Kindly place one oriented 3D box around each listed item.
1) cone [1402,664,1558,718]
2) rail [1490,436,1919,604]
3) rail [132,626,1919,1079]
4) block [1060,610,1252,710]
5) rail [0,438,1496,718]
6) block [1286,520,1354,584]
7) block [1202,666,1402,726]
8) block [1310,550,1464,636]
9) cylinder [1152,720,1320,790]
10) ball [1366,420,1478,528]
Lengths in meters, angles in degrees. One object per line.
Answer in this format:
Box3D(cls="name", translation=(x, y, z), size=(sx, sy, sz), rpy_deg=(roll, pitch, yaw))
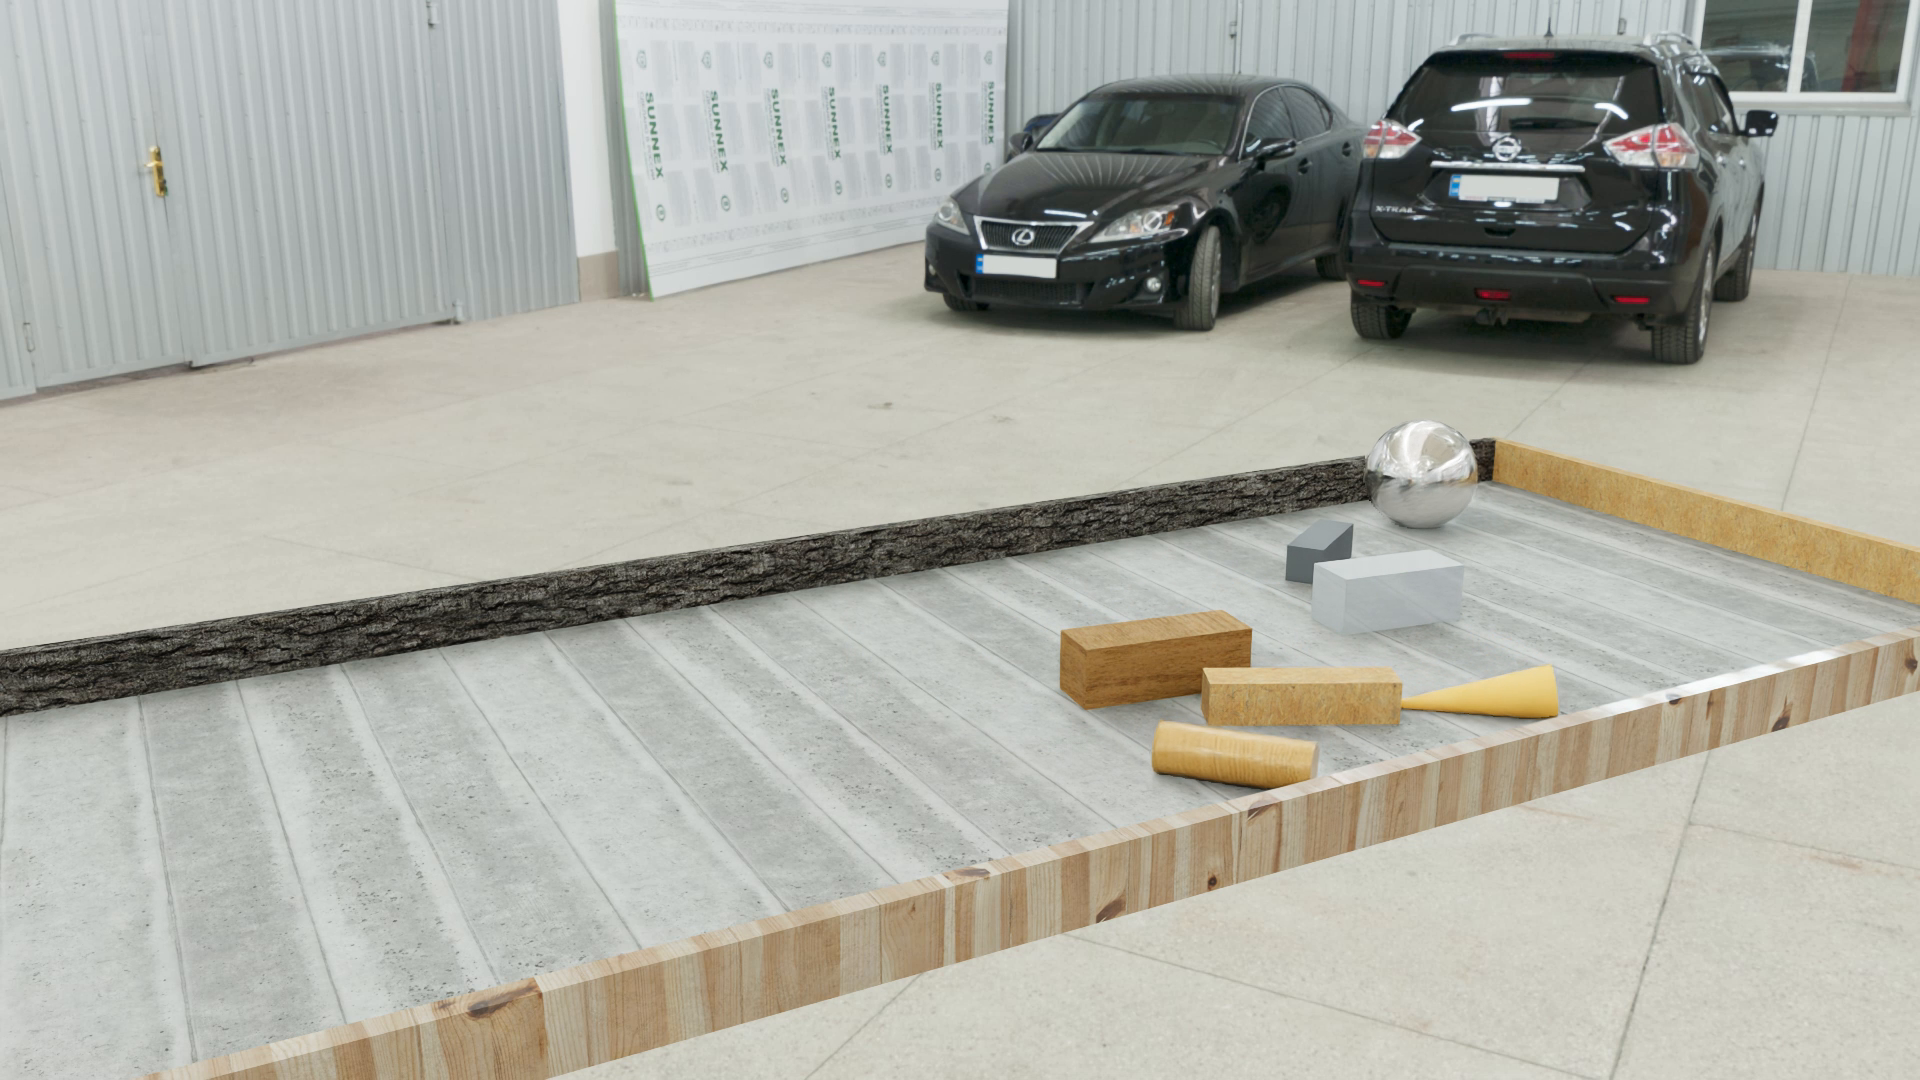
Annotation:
Box3D(cls="cone", translation=(1.200, 0.380, 3.946), size=(0.420, 0.132, 0.132), rpy_deg=(-6, 15, 12))
Box3D(cls="rail", translation=(2.466, -0.048, 5.253), size=(0.050, 0.150, 2.100), rpy_deg=(-9, 18, -27))
Box3D(cls="rail", translation=(-2.336, 1.006, 1.665), size=(12.000, 0.150, 0.050), rpy_deg=(-9, 18, -27))
Box3D(cls="block", translation=(0.485, 0.293, 4.086), size=(0.448, 0.153, 0.153), rpy_deg=(-6, 17, -19))
Box3D(cls="rail", translation=(-3.305, 0.497, 3.399), size=(12.000, 0.150, 0.050), rpy_deg=(-9, 18, -27))
Box3D(cls="block", translation=(1.101, 0.034, 5.043), size=(0.109, 0.109, 0.330), rpy_deg=(9, 18, 27))
Box3D(cls="block", translation=(0.807, 0.370, 3.908), size=(0.451, 0.105, 0.105), rpy_deg=(0, 16, -1))
Box3D(cls="block", translation=(1.188, 0.143, 4.586), size=(0.380, 0.159, 0.159), rpy_deg=(-6, 17, -20))
Box3D(cls="cylinder", translation=(0.594, 0.468, 3.560), size=(0.340, 0.114, 0.114), rpy_deg=(6, 17, 20))
Box3D(cls="ball", translation=(1.530, -0.220, 5.465), size=(0.360, 0.360, 0.360), rpy_deg=(0, 16, 0))
